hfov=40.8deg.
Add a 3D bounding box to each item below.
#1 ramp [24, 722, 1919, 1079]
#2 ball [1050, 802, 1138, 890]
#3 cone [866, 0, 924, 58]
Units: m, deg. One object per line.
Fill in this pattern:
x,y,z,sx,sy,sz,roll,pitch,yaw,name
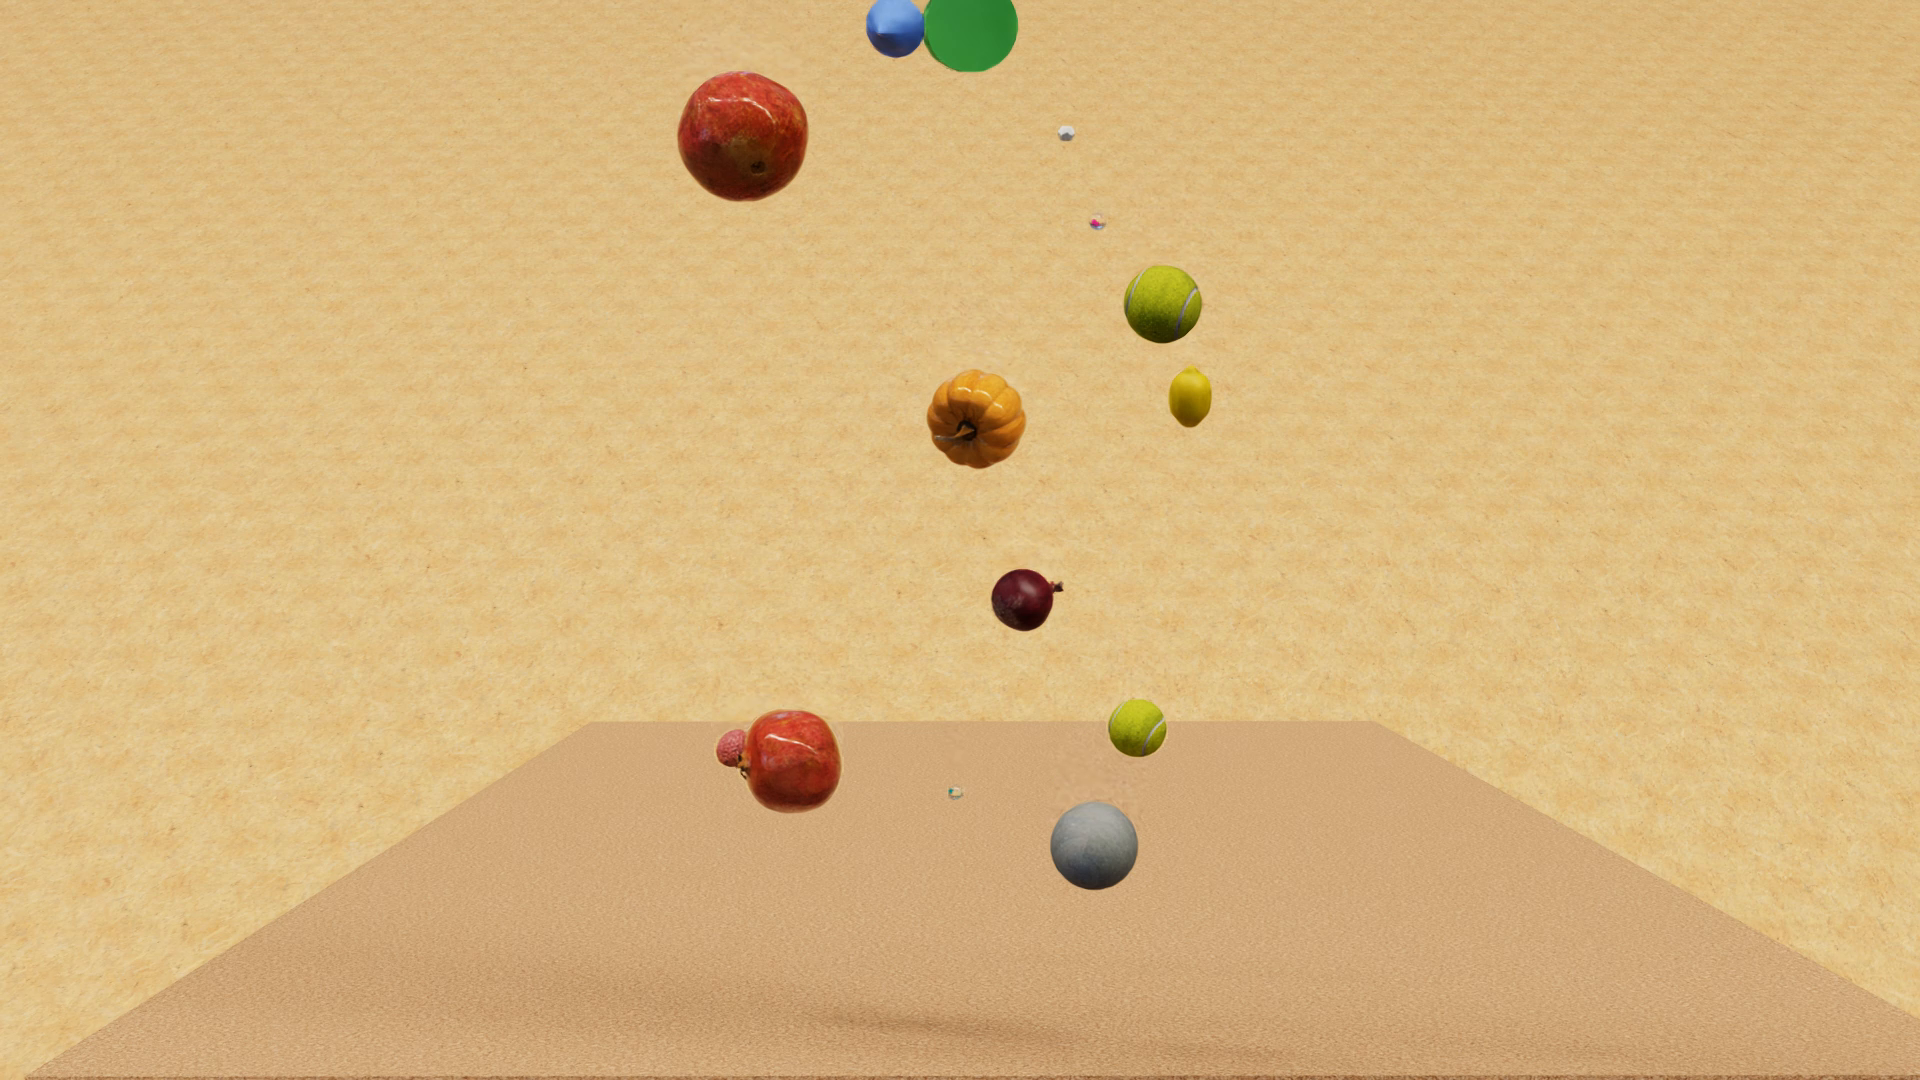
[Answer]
0.061,0.550,4.586,2.000,0.100,4.000,0,1,0,ramp
0.139,0.315,2.665,0.091,0.091,0.091,0,27,0,ball
-0.064,-0.444,2.249,0.054,0.054,0.054,7,18,13,cone
